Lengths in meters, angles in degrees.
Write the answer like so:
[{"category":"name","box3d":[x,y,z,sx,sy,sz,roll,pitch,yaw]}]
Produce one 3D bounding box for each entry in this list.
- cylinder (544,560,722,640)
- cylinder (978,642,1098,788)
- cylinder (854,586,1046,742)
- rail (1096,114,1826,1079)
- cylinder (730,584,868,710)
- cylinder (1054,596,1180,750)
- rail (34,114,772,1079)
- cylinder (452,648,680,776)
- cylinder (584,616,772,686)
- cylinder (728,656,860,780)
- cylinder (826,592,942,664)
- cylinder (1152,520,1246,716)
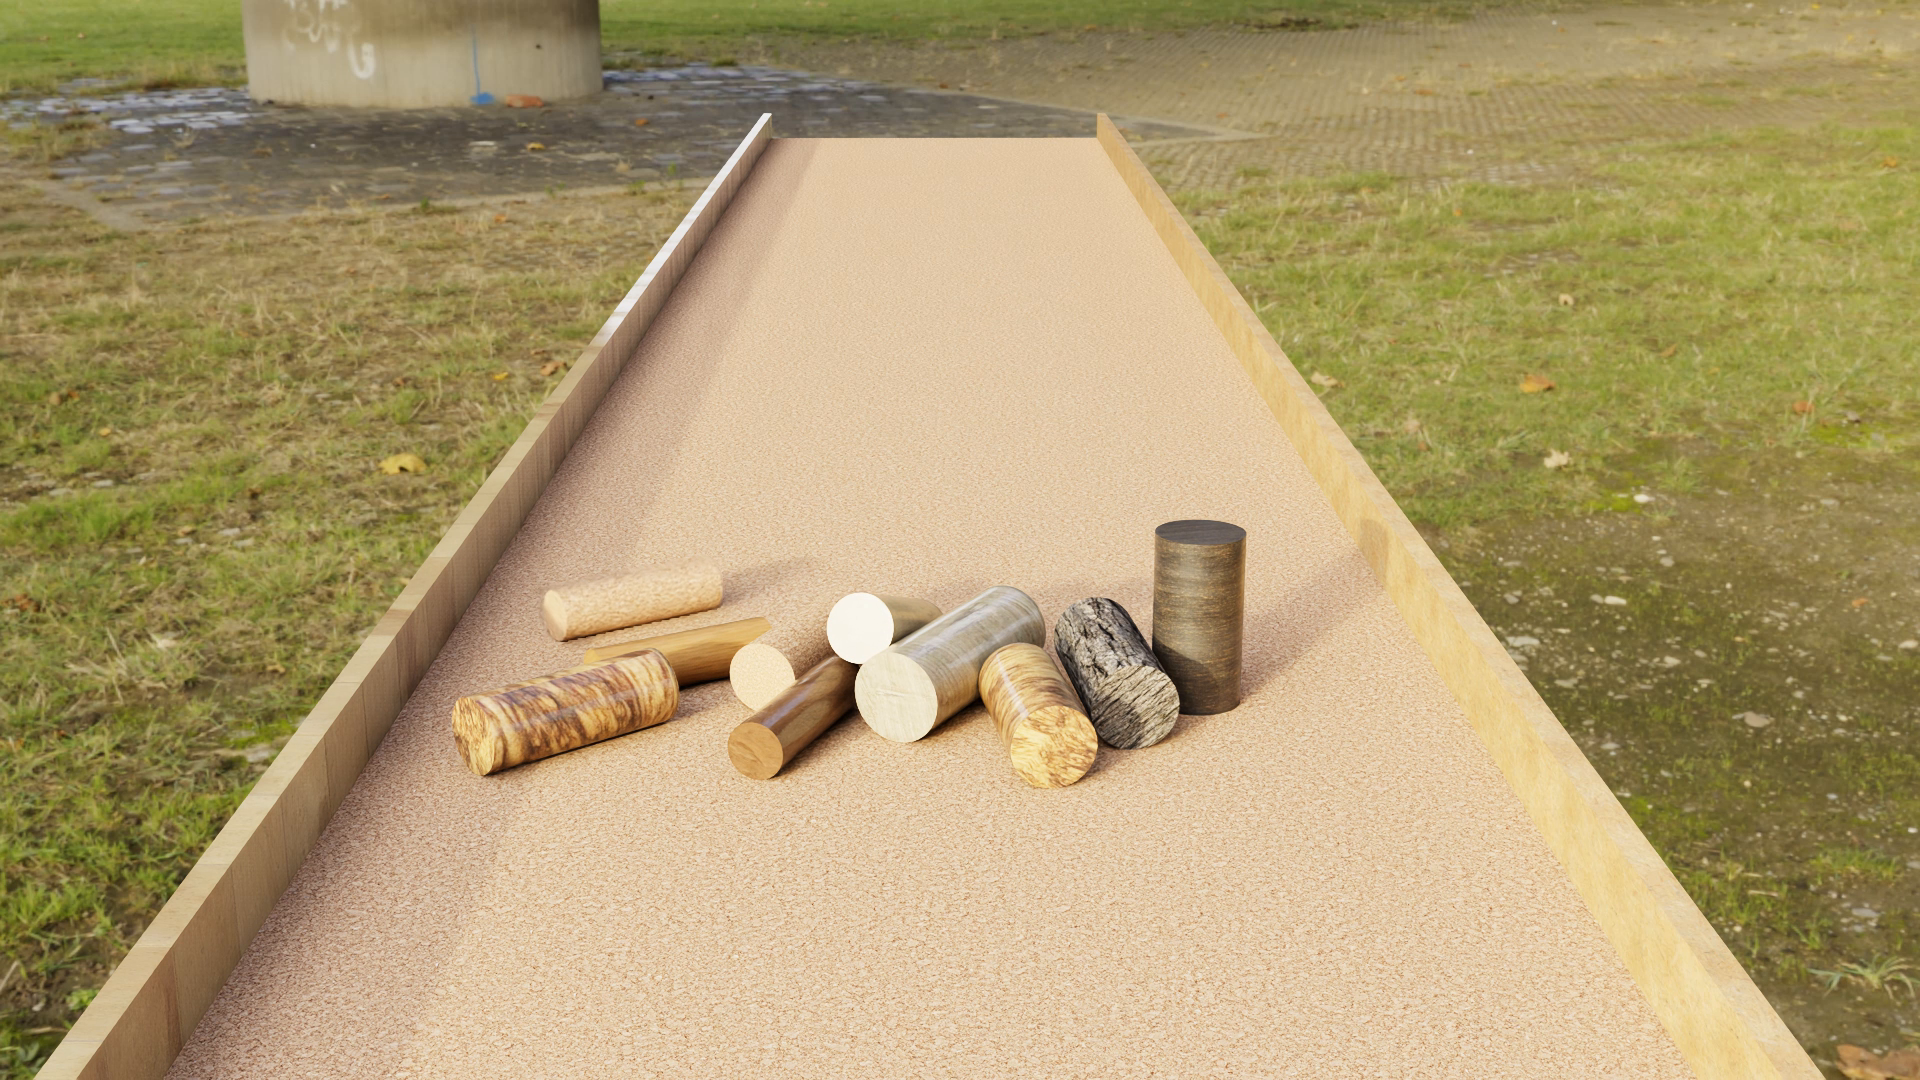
[{"category":"cylinder","box3d":[-0.685,0.124,4.621,0.364,0.107,0.107,-12,20,-35]},{"category":"cylinder","box3d":[0.135,0.309,3.923,0.152,0.152,0.332,-3,17,-9]},{"category":"cylinder","box3d":[-0.011,0.228,4.159,0.171,0.171,0.448,9,19,27]},{"category":"rail","box3d":[0.932,-0.844,7.801,0.050,0.150,12.000,0,17,-1]},{"category":"cylinder","box3d":[-0.296,0.207,4.291,0.137,0.137,0.394,7,18,21]},{"category":"cylinder","box3d":[0.288,0.244,4.123,0.162,0.162,0.396,-2,17,-7]},{"category":"rail","box3d":[-1.118,-0.838,7.780,0.050,0.150,12.000,0,17,-1]},{"category":"cylinder","box3d":[-0.705,0.305,3.955,0.387,0.141,0.141,-14,22,-40]},{"category":"cylinder","box3d":[-0.541,0.231,4.268,0.363,0.104,0.104,-10,19,-31]},{"category":"cylinder","box3d":[-0.291,0.317,3.977,0.106,0.106,0.371,6,18,19]},{"category":"cylinder","box3d":[-0.136,0.173,4.237,0.132,0.132,0.328,5,-2,18]},{"category":"cylinder","box3d":[0.449,0.145,4.154,0.171,0.334,0.171,0,17,0]}]
